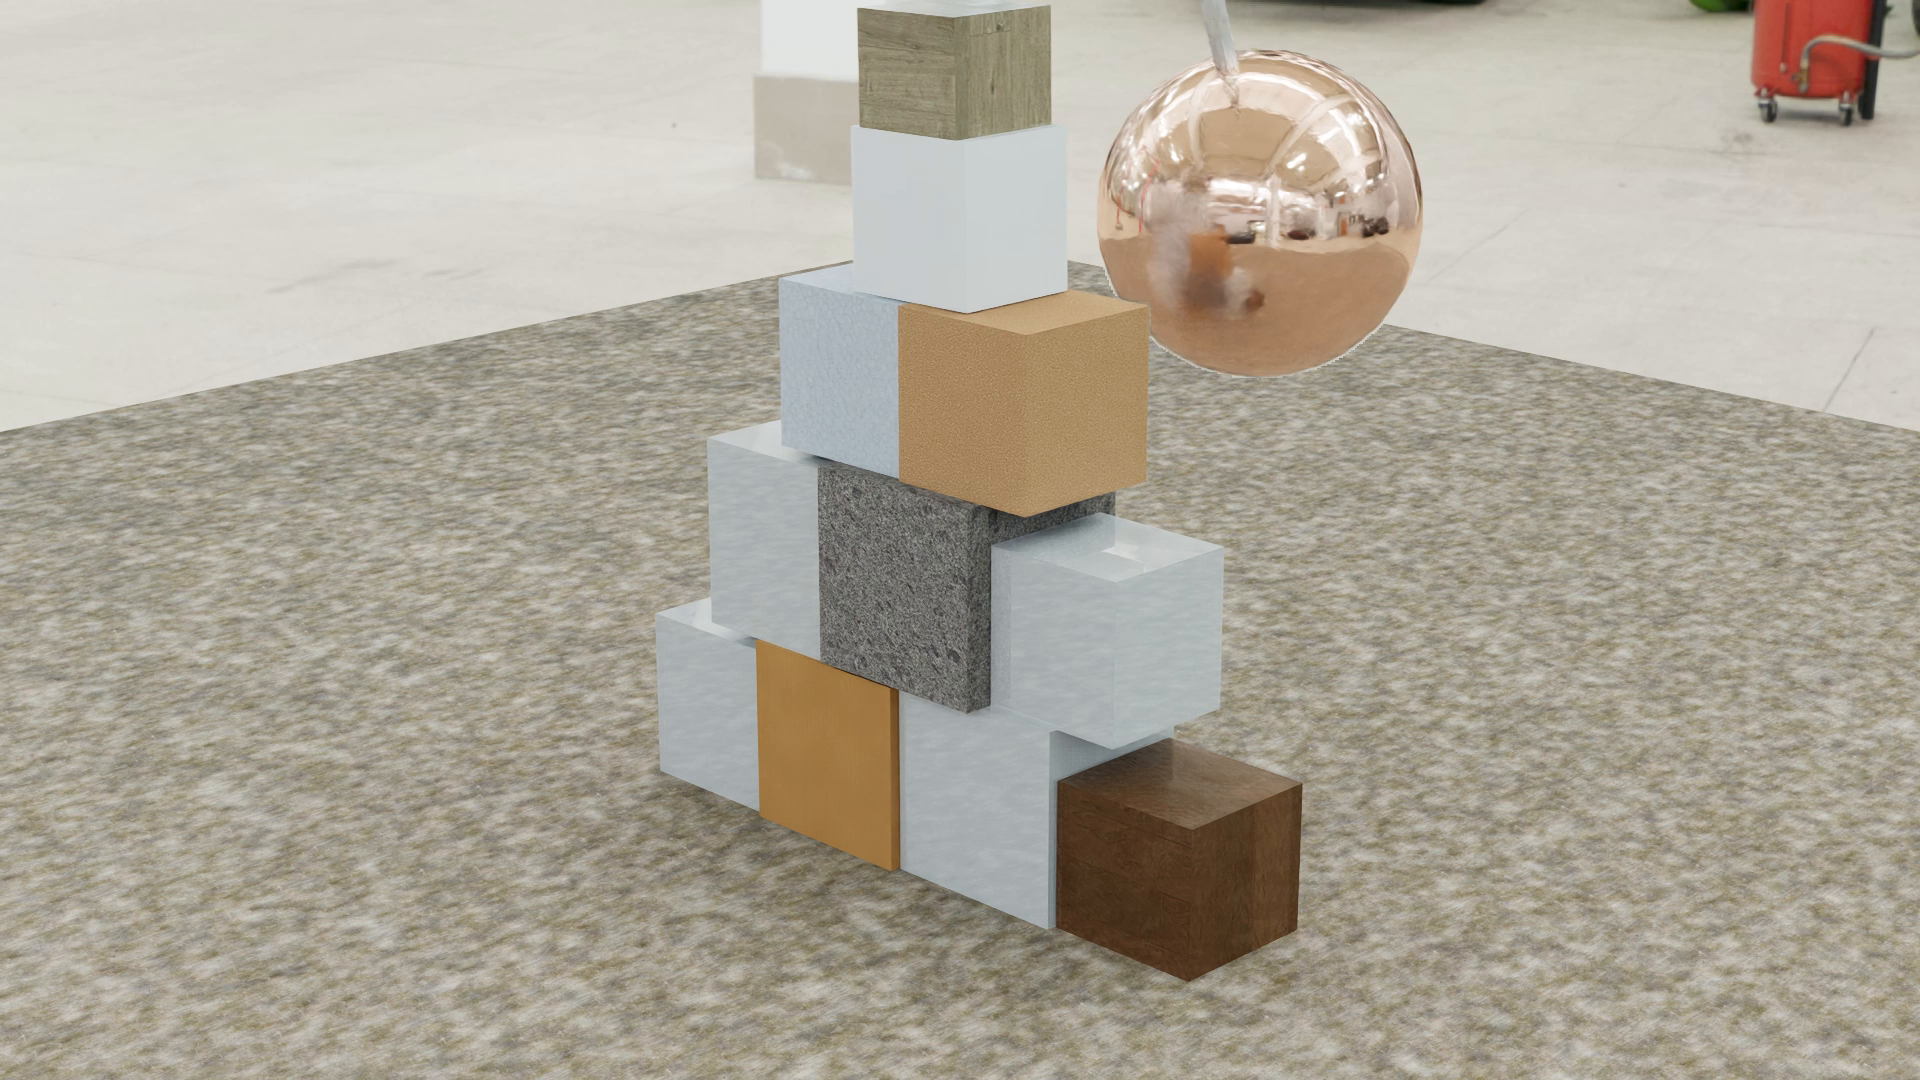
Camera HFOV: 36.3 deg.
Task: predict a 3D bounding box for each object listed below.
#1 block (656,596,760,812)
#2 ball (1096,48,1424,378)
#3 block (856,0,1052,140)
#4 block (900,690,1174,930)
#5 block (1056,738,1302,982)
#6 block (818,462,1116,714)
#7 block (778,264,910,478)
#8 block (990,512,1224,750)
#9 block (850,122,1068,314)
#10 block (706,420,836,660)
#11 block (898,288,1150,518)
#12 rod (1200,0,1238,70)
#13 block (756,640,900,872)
[{"bbox_3d":[-0.931,0.752,14.564,0.826,0.831,0.785,-17,24,-42],"label":"block"},{"bbox_3d":[1.467,-1.599,14.377,1.600,1.600,1.600,0,17,0],"label":"ball"},{"bbox_3d":[-0.023,-2.052,12.701,0.594,0.516,0.588,15,23,43],"label":"block"},{"bbox_3d":[0.345,1.085,13.342,0.820,0.928,0.934,-17,24,-42],"label":"block"},{"bbox_3d":[0.953,1.379,12.798,0.733,0.695,0.766,-17,24,-42],"label":"block"},{"bbox_3d":[0.031,0.113,13.327,0.950,0.936,0.951,-17,24,-42],"label":"block"},{"bbox_3d":[-0.290,-0.801,13.366,0.703,0.786,0.799,-17,24,-42],"label":"block"},{"bbox_3d":[0.639,0.382,12.790,0.699,0.746,0.726,-17,24,-42],"label":"block"},{"bbox_3d":[-0.002,-1.456,12.892,0.704,0.735,0.633,15,23,43],"label":"block"},{"bbox_3d":[-0.593,-0.046,13.964,0.862,0.921,0.837,-17,24,-42],"label":"block"},{"bbox_3d":[0.277,-0.637,12.832,0.772,0.793,0.773,-17,24,-42],"label":"block"},{"bbox_3d":[0.636,-4.393,12.627,0.080,5.200,0.080,17,44,42],"label":"rod"},{"bbox_3d":[-0.332,0.907,13.964,0.873,0.897,0.918,-17,24,-42],"label":"block"}]
